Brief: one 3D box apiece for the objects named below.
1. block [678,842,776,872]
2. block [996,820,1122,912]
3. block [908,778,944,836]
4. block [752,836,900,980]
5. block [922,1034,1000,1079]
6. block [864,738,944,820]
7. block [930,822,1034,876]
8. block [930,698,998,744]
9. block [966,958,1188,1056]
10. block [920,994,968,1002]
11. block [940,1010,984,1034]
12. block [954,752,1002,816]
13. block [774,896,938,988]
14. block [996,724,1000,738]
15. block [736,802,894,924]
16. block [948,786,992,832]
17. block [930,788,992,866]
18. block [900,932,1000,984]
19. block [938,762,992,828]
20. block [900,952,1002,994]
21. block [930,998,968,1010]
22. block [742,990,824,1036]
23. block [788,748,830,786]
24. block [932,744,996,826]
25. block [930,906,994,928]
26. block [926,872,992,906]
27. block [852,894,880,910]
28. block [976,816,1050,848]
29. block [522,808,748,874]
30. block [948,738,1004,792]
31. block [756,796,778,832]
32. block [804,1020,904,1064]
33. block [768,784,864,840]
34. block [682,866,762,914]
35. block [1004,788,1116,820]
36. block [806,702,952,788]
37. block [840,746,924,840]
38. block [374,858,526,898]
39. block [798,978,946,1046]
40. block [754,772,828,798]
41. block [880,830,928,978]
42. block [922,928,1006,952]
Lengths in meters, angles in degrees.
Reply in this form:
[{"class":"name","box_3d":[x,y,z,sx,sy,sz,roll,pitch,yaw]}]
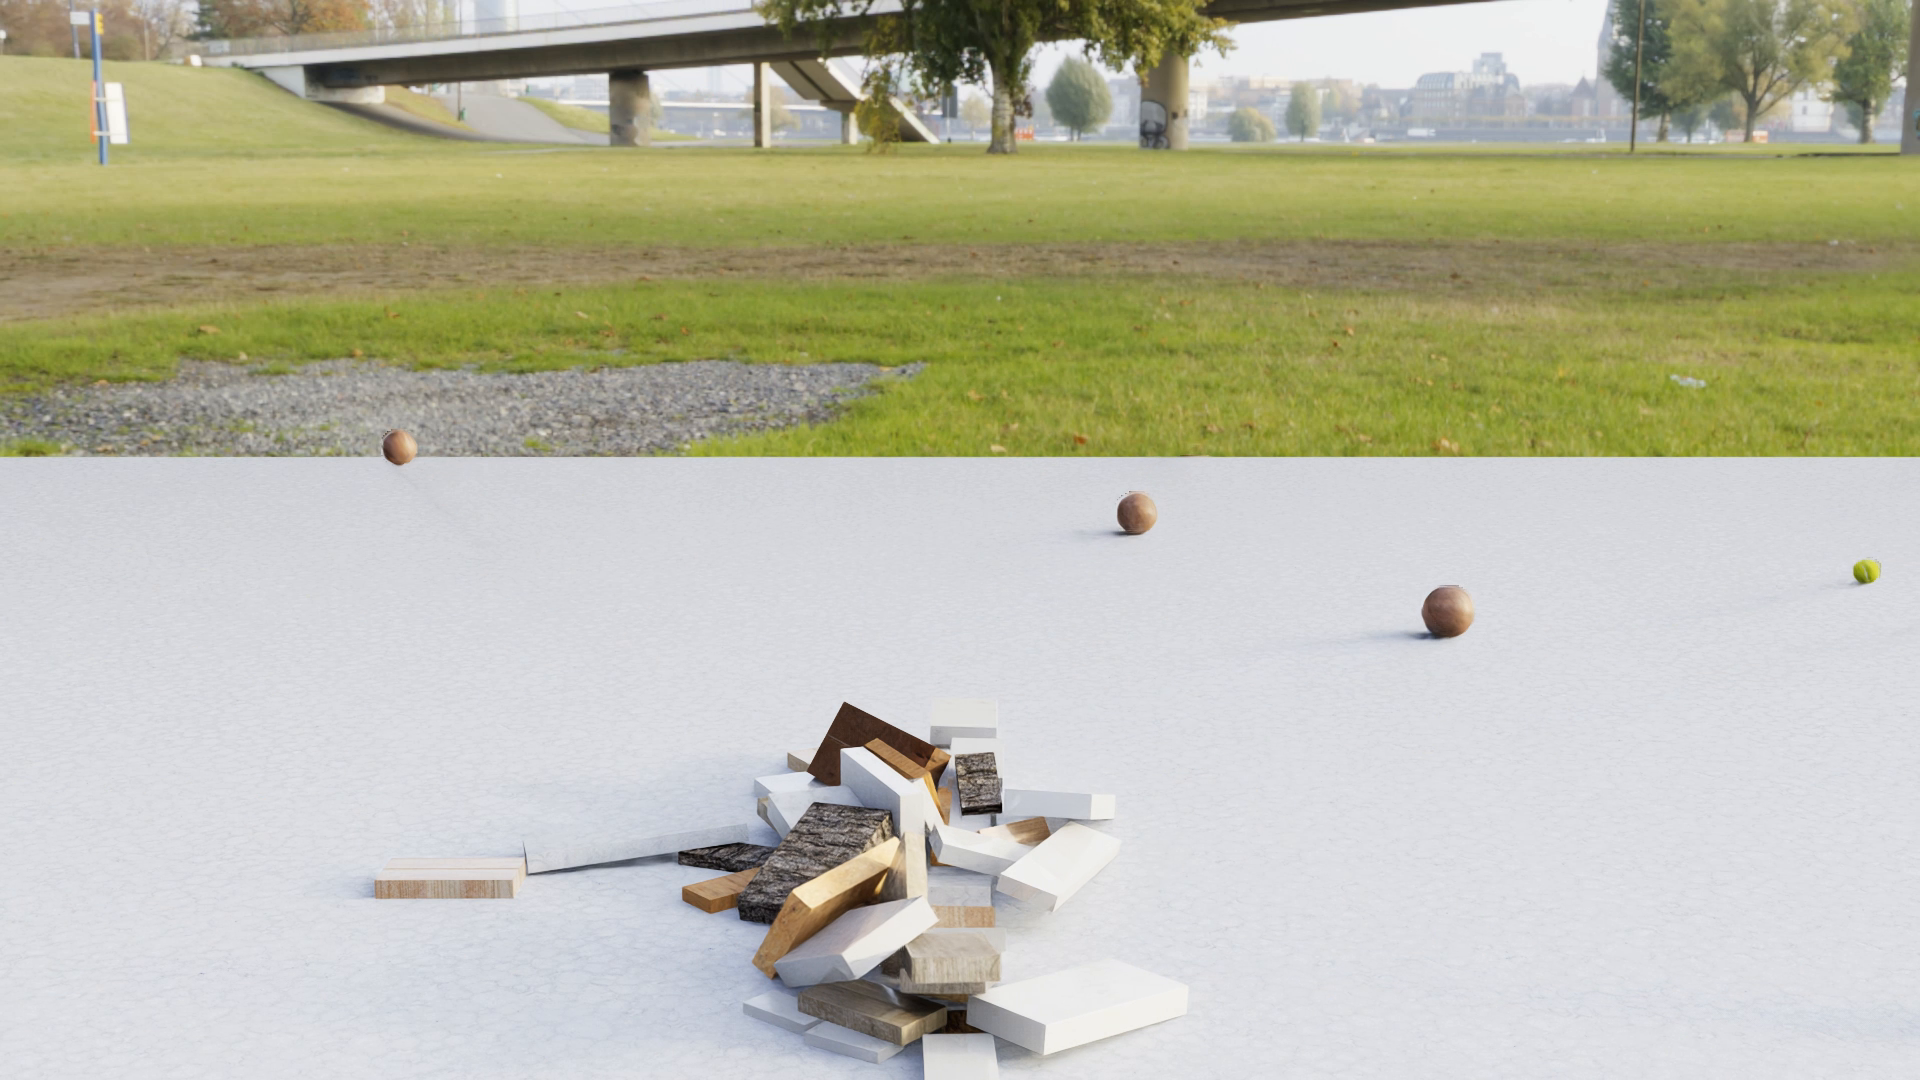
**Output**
[{"class":"block","box_3d":[-0.395,0.550,3.819,0.167,0.024,0.084,4,11,22]},{"class":"block","box_3d":[0.170,0.539,3.661,0.098,0.028,0.447,20,9,15]},{"class":"block","box_3d":[-0.090,0.473,3.874,0.028,0.098,0.195,-26,2,-23]},{"class":"block","box_3d":[-0.193,0.566,3.397,0.041,0.146,0.292,38,26,19]},{"class":"block","box_3d":[0.006,0.736,2.807,0.097,0.028,0.462,0,11,-2]},{"class":"block","box_3d":[-0.100,0.431,3.923,0.028,0.098,0.195,-27,26,-23]},{"class":"block","box_3d":[0.068,0.535,3.700,0.229,0.032,0.114,15,8,-11]},{"class":"block","box_3d":[0.009,0.356,4.315,0.127,0.036,0.255,2,8,1]},{"class":"block","box_3d":[0.169,0.657,3.114,0.299,0.042,0.149,-3,9,-44]},{"class":"block","box_3d":[-0.010,0.643,3.133,0.054,0.015,0.109,3,-5,-36]},{"class":"block","box_3d":[0.001,0.686,3.110,0.054,0.015,0.109,-1,11,-6]},{"class":"block","box_3d":[0.032,0.432,3.906,0.072,0.020,0.143,-3,35,-4]},{"class":"block","box_3d":[-0.154,0.581,3.168,0.146,0.041,0.292,-32,1,-27]},{"class":"block","box_3d":[0.014,0.430,4.275,0.127,0.036,0.255,2,23,1]},{"class":"block","box_3d":[-0.235,0.535,3.628,0.146,0.041,0.292,3,27,23]},{"class":"block","box_3d":[0.019,0.483,3.872,0.072,0.020,0.143,1,29,3]},{"class":"block","box_3d":[0.004,0.506,3.882,0.099,0.028,0.197,1,29,3]},{"class":"block","box_3d":[-0.016,0.577,3.044,0.118,0.034,0.237,0,-2,-5]},{"class":"block","box_3d":[0.009,0.472,4.001,0.099,0.028,0.197,1,29,2]},{"class":"block","box_3d":[-0.010,0.620,3.158,0.118,0.034,0.237,-1,-5,6]},{"class":"block","box_3d":[-0.015,0.662,3.173,0.054,0.015,0.109,-1,-2,0]},{"class":"block","box_3d":[-0.245,0.677,3.150,0.125,0.018,0.063,9,14,40]},{"class":"block","box_3d":[-0.242,0.451,4.331,0.110,0.031,0.220,-6,12,-30]},{"class":"block","box_3d":[0.006,0.458,4.112,0.127,0.036,0.255,0,25,1]},{"class":"block","box_3d":[-0.004,0.584,3.398,0.114,0.032,0.229,0,-10,1]},{"class":"block","box_3d":[-0.006,0.566,3.560,0.114,0.032,0.229,0,-3,2]},{"class":"block","box_3d":[-0.139,0.590,3.439,0.024,0.084,0.167,40,26,17]},{"class":"block","box_3d":[0.097,0.527,3.810,0.143,0.072,0.020,-7,-23,-37]},{"class":"block","box_3d":[-0.568,0.524,3.847,0.381,0.032,0.114,-7,9,-14]},{"class":"block","box_3d":[0.031,0.412,4.034,0.099,0.028,0.197,1,16,2]},{"class":"block","box_3d":[-0.264,0.510,3.925,0.110,0.031,0.220,-7,21,-30]},{"class":"block","box_3d":[-0.147,0.695,3.054,0.125,0.018,0.063,7,13,33]},{"class":"block","box_3d":[-0.216,0.516,3.796,0.149,0.042,0.299,-4,22,-22]},{"class":"block","box_3d":[-0.368,0.580,3.656,0.167,0.024,0.084,-9,14,-39]},{"class":"block","box_3d":[0.181,0.473,3.939,0.153,0.043,0.306,2,-6,12]},{"class":"block","box_3d":[-0.155,0.419,4.114,0.043,0.153,0.306,33,-8,-38]},{"class":"block","box_3d":[-0.138,0.477,3.856,0.043,0.153,0.306,-4,11,-22]},{"class":"block","box_3d":[-0.855,0.568,3.698,0.229,0.032,0.114,0,11,0]},{"class":"block","box_3d":[-0.125,0.662,3.107,0.194,0.028,0.097,8,13,38]},{"class":"block","box_3d":[-0.298,0.486,4.144,0.110,0.031,0.220,-5,12,-25]},{"class":"block","box_3d":[-0.085,0.547,3.315,0.032,0.114,0.229,18,21,-10]},{"class":"block","box_3d":[0.003,0.599,3.297,0.118,0.034,0.237,1,-10,-2]}]
